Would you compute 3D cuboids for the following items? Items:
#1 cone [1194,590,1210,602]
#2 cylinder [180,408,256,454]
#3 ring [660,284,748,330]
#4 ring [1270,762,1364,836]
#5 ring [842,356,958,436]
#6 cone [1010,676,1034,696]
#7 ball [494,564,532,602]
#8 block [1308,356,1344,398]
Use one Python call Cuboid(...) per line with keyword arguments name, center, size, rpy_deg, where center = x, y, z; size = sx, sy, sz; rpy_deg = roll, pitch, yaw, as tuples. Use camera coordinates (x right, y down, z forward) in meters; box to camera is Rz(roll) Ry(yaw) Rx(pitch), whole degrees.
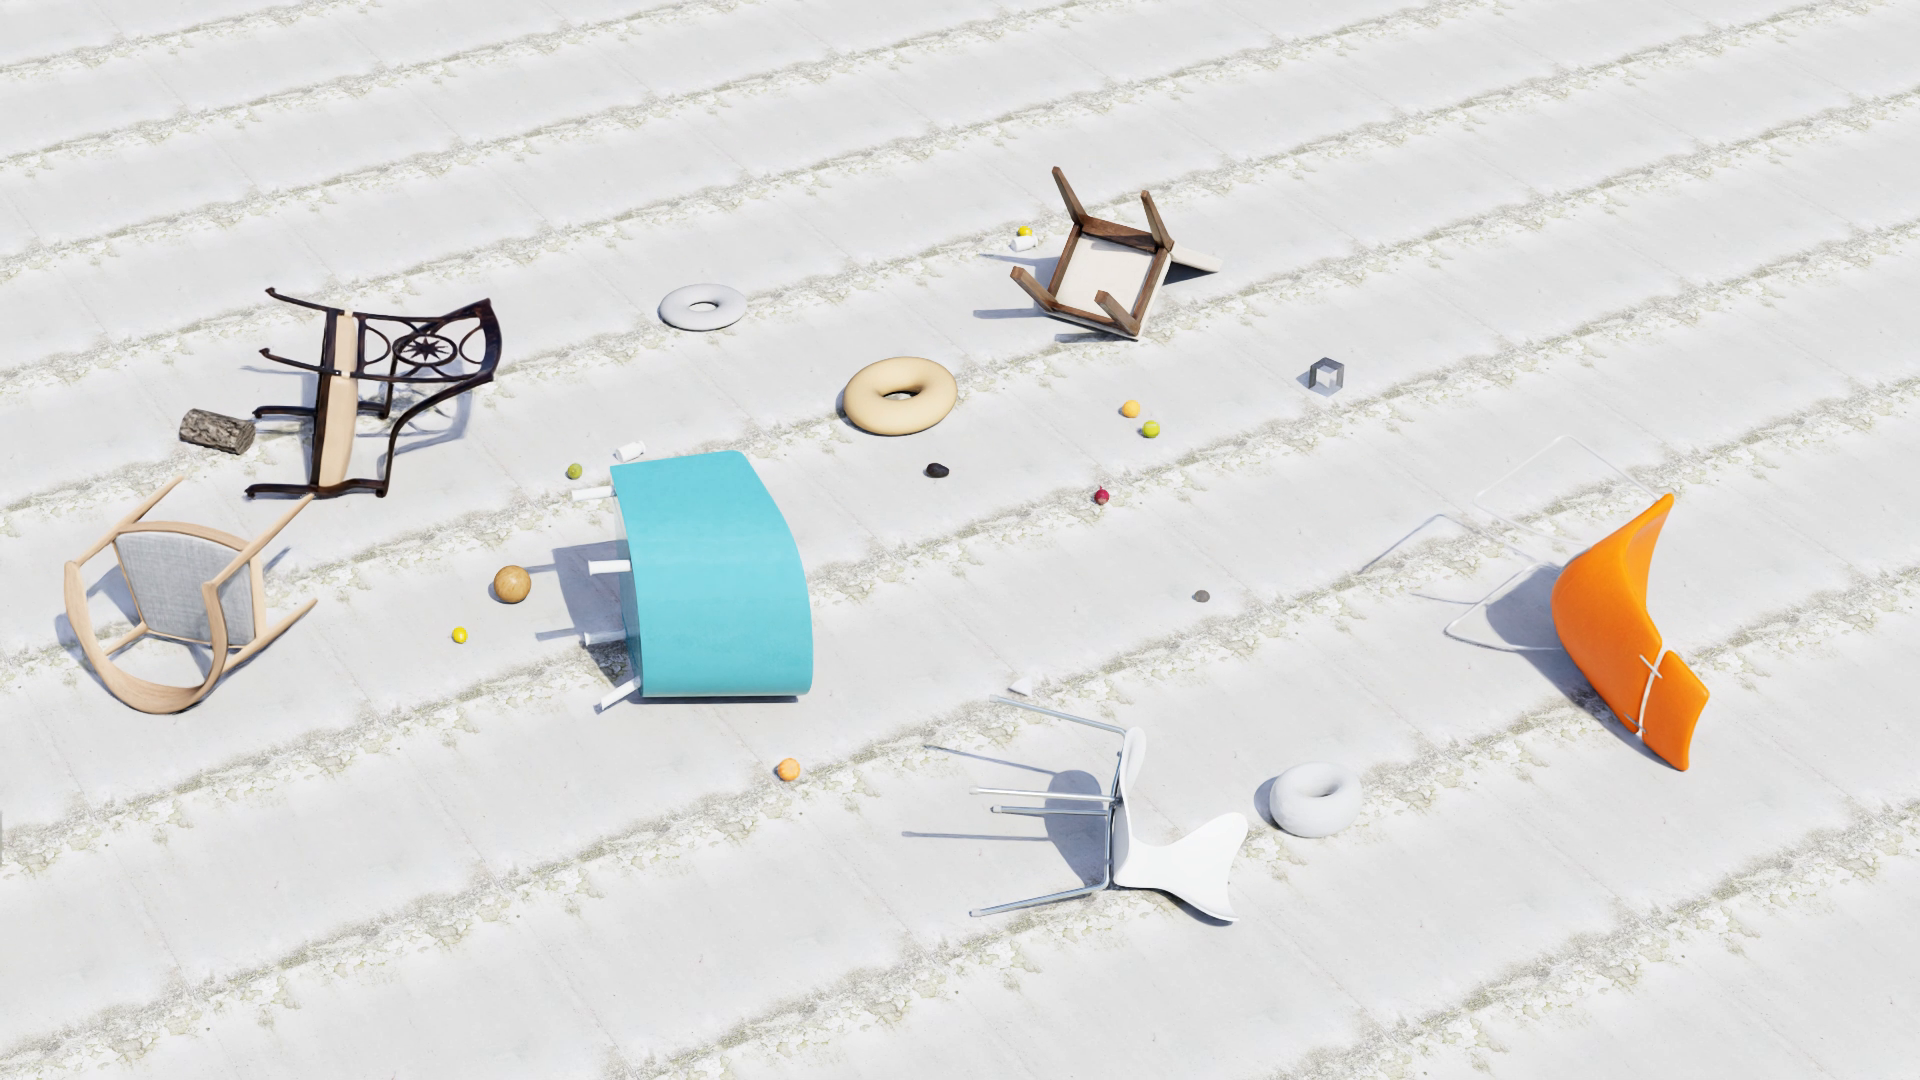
Cuboid(name="cone", center=(0.878, 0.204, 10.617), size=(0.057, 0.046, 0.035), rpy_deg=(11, 0, 6))
Cuboid(name="cylinder", center=(-2.909, -0.428, 11.491), size=(0.261, 0.111, 0.144), rpy_deg=(13, 52, 19))
Cuboid(name="ring", center=(-1.084, -0.986, 12.389), size=(0.373, 0.059, 0.378), rpy_deg=(17, 37, 25))
Cuboid(name="ring", center=(1.159, 0.842, 9.537), size=(0.316, 0.146, 0.282), rpy_deg=(-18, 36, -23))
Cuboid(name="ring", center=(-0.238, -0.578, 11.705), size=(0.443, 0.129, 0.514), rpy_deg=(18, 38, 23))
Cuboid(name="cone", center=(0.229, 0.518, 10.133), size=(0.107, 0.058, 0.065), rpy_deg=(-20, 62, -35))
Cuboid(name="ball", center=(-1.615, 0.158, 10.580), size=(0.136, 0.136, 0.136), rpy_deg=(0, 33, 0))
Cuboid(name="block", center=(1.480, -0.658, 11.843), size=(0.097, 0.110, 0.101), rpy_deg=(26, 42, 34))
